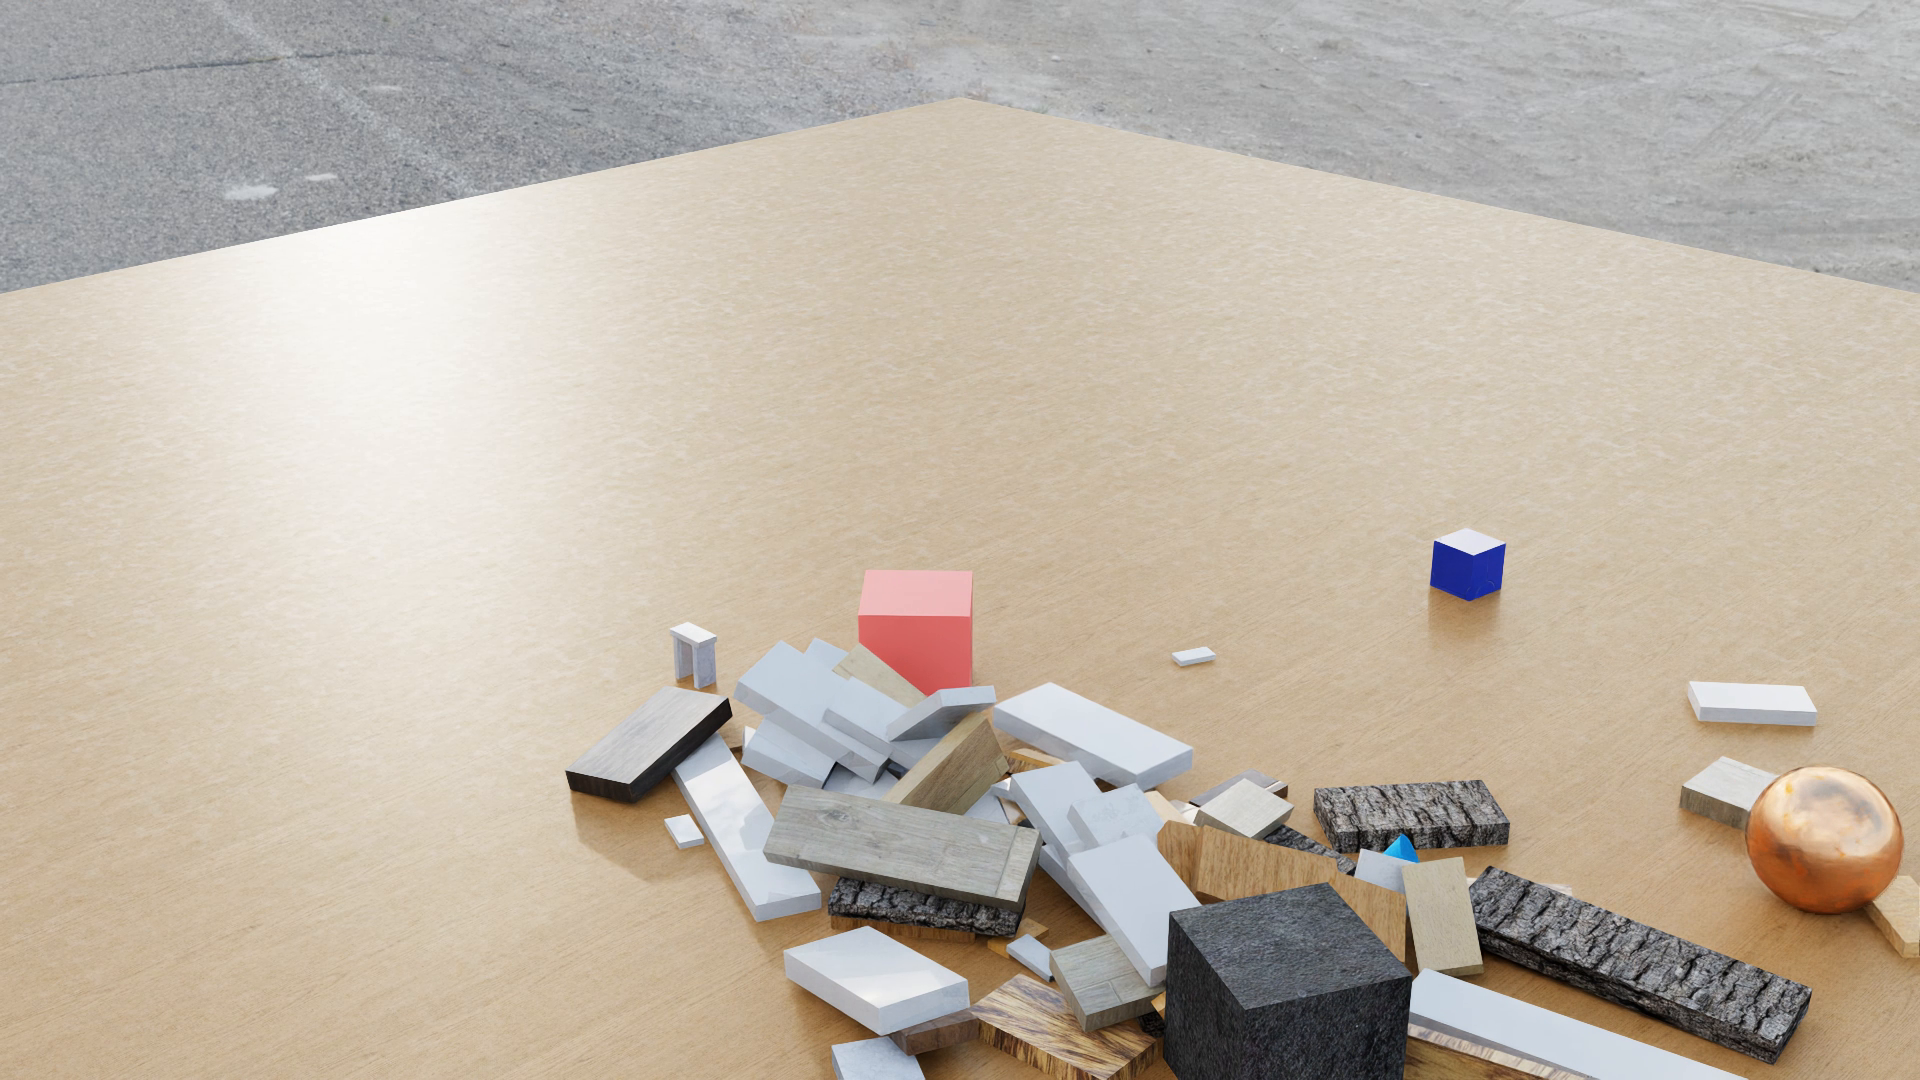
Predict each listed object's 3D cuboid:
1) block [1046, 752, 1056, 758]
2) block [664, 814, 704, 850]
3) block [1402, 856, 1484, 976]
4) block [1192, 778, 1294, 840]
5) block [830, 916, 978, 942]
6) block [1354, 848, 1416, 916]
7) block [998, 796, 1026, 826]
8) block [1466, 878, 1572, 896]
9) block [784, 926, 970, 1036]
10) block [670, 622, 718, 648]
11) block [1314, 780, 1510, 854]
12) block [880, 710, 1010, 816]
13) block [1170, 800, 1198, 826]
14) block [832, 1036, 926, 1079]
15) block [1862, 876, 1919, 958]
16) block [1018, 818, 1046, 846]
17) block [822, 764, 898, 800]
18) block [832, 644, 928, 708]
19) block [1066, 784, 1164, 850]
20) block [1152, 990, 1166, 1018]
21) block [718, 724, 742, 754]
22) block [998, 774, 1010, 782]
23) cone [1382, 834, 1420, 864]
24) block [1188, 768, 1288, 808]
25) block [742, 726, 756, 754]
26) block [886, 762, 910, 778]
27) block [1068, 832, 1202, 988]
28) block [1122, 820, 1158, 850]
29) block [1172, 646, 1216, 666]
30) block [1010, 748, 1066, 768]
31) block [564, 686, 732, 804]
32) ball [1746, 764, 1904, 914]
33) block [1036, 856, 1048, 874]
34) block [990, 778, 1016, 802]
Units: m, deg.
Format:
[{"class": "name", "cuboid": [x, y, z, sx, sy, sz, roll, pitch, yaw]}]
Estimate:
[{"class": "block", "cuboid": [0.242, 0.440, 4.703, 0.120, 0.017, 0.060, -12, 26, -26]}, {"class": "block", "cuboid": [-0.549, 0.580, 4.375, 0.050, 0.014, 0.101, -10, 25, -22]}, {"class": "block", "cuboid": [0.868, 0.681, 3.961, 0.111, 0.031, 0.222, -11, 48, 11]}, {"class": "block", "cuboid": [0.548, 0.529, 4.237, 0.113, 0.032, 0.227, 28, 22, 23]}, {"class": "block", "cuboid": [-0.094, 0.684, 4.099, 0.269, 0.038, 0.135, 4, 23, 9]}, {"class": "block", "cuboid": [0.827, 0.644, 4.066, 0.195, 0.098, 0.028, 15, -7, 3]}, {"class": "block", "cuboid": [0.121, 0.554, 4.353, 0.091, 0.026, 0.183, -17, 25, -34]}, {"class": "block", "cuboid": [1.034, 0.680, 4.117, 0.221, 0.031, 0.111, 3, 23, 8]}, {"class": "block", "cuboid": [-0.148, 0.757, 3.798, 0.172, 0.049, 0.345, -11, 12, -30]}, {"class": "block", "cuboid": [-0.602, 0.215, 4.968, 0.104, 0.015, 0.052, 21, 31, 41]}, {"class": "block", "cuboid": [0.900, 0.552, 4.396, 0.348, 0.049, 0.174, -2, 23, -5]}, {"class": "block", "cuboid": [-0.040, 0.487, 4.280, 0.299, 0.149, 0.042, -43, 42, -23]}, {"class": "block", "cuboid": [0.399, 0.566, 4.311, 0.124, 0.035, 0.247, 16, 16, 39]}, {"class": "block", "cuboid": [-0.119, 0.903, 3.587, 0.127, 0.036, 0.255, -6, 24, -14]}, {"class": "block", "cuboid": [1.755, 0.697, 4.079, 0.111, 0.031, 0.221, -1, 23, -3]}, {"class": "block", "cuboid": [0.207, 0.585, 4.235, 0.183, 0.026, 0.091, 33, 40, 31]}, {"class": "block", "cuboid": [-0.237, 0.488, 4.512, 0.135, 0.038, 0.451, -25, 34, -24]}, {"class": "block", "cuboid": [-0.153, 0.330, 4.635, 0.242, 0.034, 0.121, 38, 37, 6]}, {"class": "block", "cuboid": [0.335, 0.585, 4.035, 0.146, 0.041, 0.293, -14, 50, -29]}, {"class": "block", "cuboid": [0.442, 0.756, 3.710, 0.221, 0.111, 0.031, -36, 29, -3]}, {"class": "block", "cuboid": [-0.492, 0.428, 4.733, 0.050, 0.014, 0.101, -10, 25, -22]}, {"class": "block", "cuboid": [0.150, 0.515, 4.419, 0.091, 0.026, 0.183, 29, -3, -33]}, {"class": "cone", "cuboid": [0.797, 0.642, 4.170, 0.135, 0.135, 0.135, -21, 16, 21]}, {"class": "block", "cuboid": [0.568, 0.527, 4.483, 0.196, 0.028, 0.098, -20, 30, -39]}, {"class": "block", "cuboid": [-0.438, 0.435, 4.692, 0.050, 0.014, 0.101, 23, 19, -14]}, {"class": "block", "cuboid": [-0.146, 0.473, 4.630, 0.091, 0.013, 0.045, 16, 28, 33]}, {"class": "block", "cuboid": [0.324, 0.638, 3.818, 0.153, 0.043, 0.305, -15, 37, -20]}, {"class": "block", "cuboid": [0.350, 0.563, 4.016, 0.054, 0.015, 0.107, -19, 53, -39]}, {"class": "block", "cuboid": [0.542, 0.270, 5.107, 0.091, 0.013, 0.045, -9, 25, -21]}, {"class": "block", "cuboid": [0.171, 0.465, 4.621, 0.120, 0.017, 0.060, 15, 9, 31]}, {"class": "block", "cuboid": [-0.650, 0.425, 4.615, 0.172, 0.049, 0.344, 7, 31, 31]}, {"class": "ball", "cuboid": [1.609, 0.557, 4.098, 0.274, 0.274, 0.274, 0, 23, 0]}, {"class": "block", "cuboid": [0.190, 0.613, 4.281, 0.098, 0.028, 0.196, -21, 31, -40]}, {"class": "block", "cuboid": [0.124, 0.486, 4.348, 0.064, 0.018, 0.129, 12, 15, 35]}]
